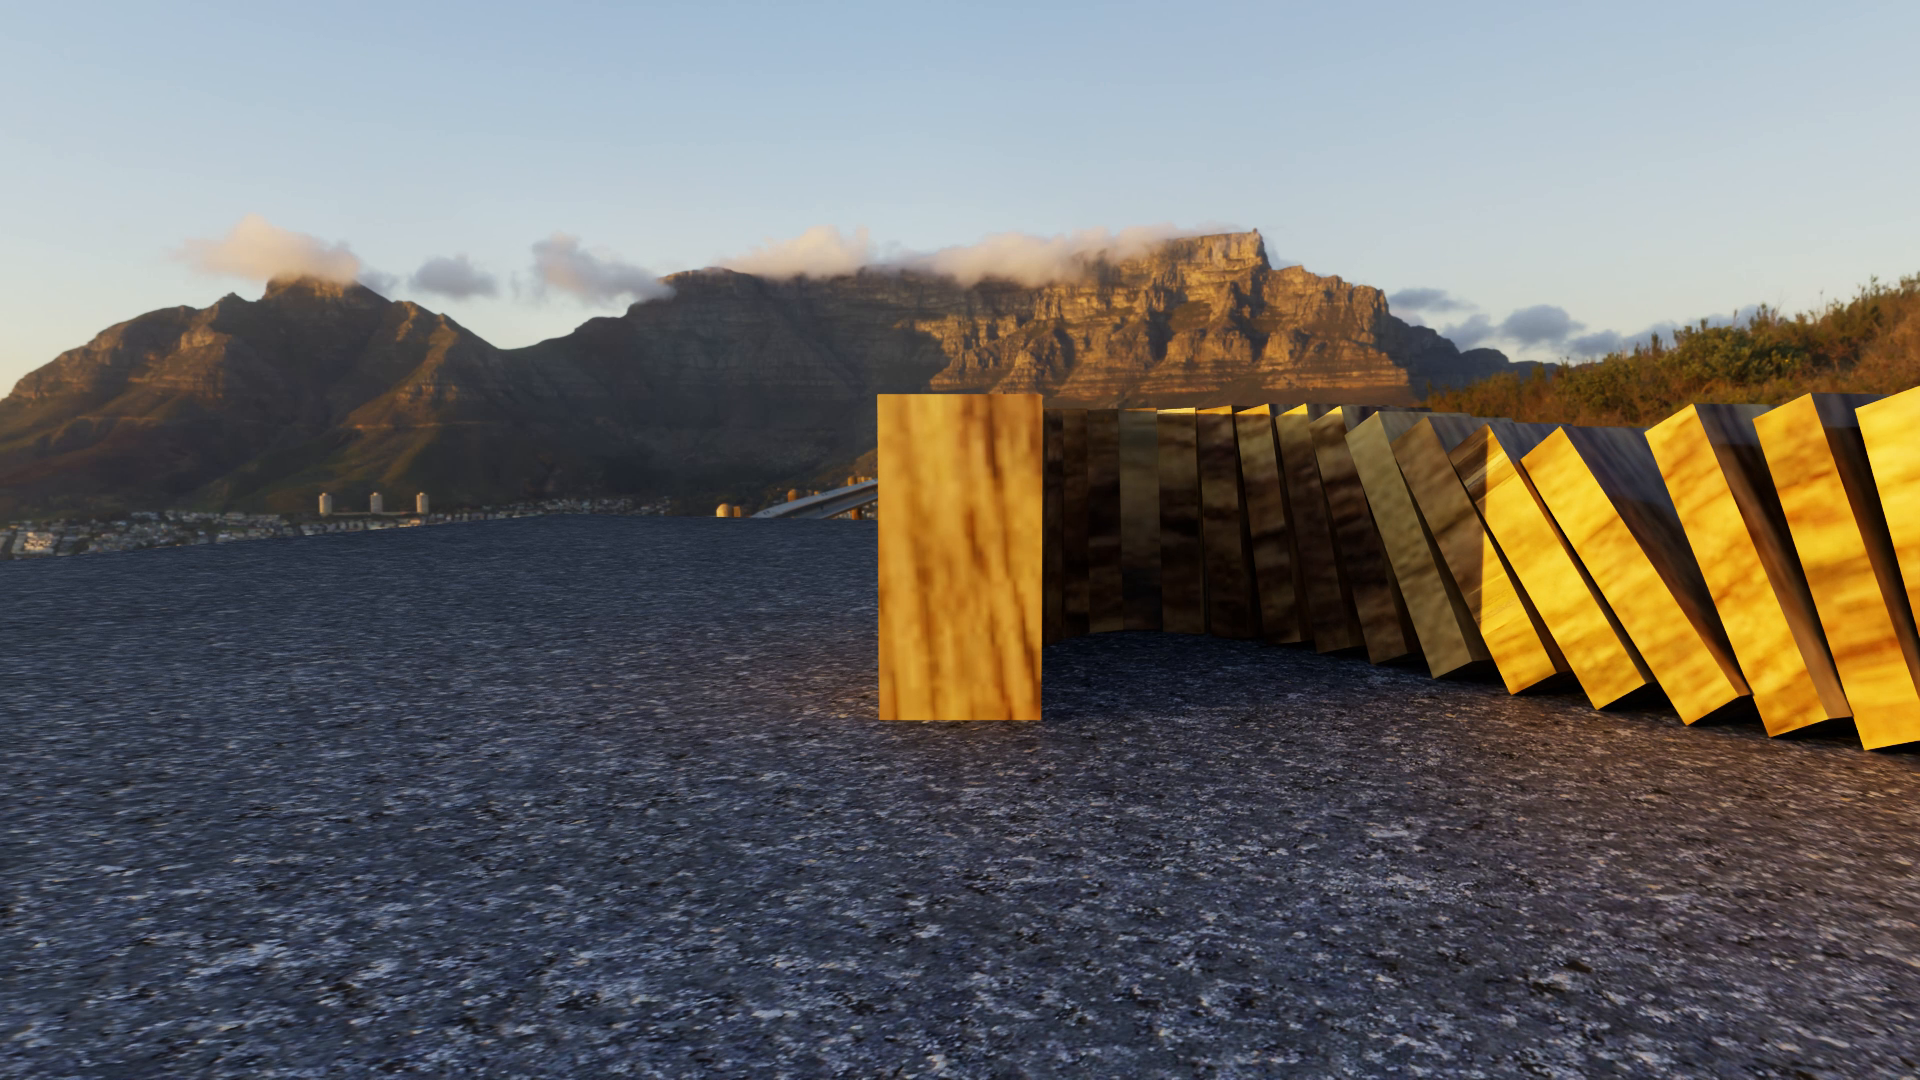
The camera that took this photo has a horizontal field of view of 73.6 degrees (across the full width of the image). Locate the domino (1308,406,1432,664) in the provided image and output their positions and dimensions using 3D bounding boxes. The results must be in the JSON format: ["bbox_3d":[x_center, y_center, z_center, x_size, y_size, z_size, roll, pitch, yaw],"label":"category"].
[{"bbox_3d":[0.088,-0.002,0.255,0.025,0.050,0.009,-2,-17,-28],"label":"domino"}]

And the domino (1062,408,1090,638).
[{"bbox_3d":[0.016,-0.004,0.289,0.025,0.050,0.010,3,7,39],"label":"domino"}]

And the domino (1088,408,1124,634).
[{"bbox_3d":[0.027,-0.005,0.299,0.010,0.050,0.025,-4,5,-22],"label":"domino"}]

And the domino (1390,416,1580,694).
[{"bbox_3d":[0.099,0.002,0.230,0.025,0.050,0.009,-3,-27,-33],"label":"domino"}]

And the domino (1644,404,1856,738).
[{"bbox_3d":[0.127,0.004,0.196,0.025,0.050,0.010,-2,-23,-21],"label":"domino"}]

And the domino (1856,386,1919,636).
[{"bbox_3d":[0.143,0.004,0.176,0.025,0.050,0.010,-2,-14,-20],"label":"domino"}]

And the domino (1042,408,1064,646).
[{"bbox_3d":[0.009,-0.003,0.277,0.025,0.050,0.009,2,5,23],"label":"domino"}]

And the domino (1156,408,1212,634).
[{"bbox_3d":[0.057,-0.005,0.296,0.009,0.050,0.025,0,3,38],"label":"domino"}]

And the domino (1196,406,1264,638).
[{"bbox_3d":[0.066,-0.004,0.287,0.025,0.050,0.010,-4,0,-41],"label":"domino"}]

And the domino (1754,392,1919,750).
[{"bbox_3d":[0.136,0.004,0.186,0.025,0.050,0.010,-2,-18,-20],"label":"domino"}]

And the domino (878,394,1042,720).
[{"bbox_3d":[0.000,0.002,0.201,0.025,0.050,0.010,0,4,0],"label":"domino"}]

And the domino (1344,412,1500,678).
[{"bbox_3d":[0.093,0.000,0.243,0.025,0.050,0.009,-2,-23,-28],"label":"domino"}]

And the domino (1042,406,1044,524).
[{"bbox_3d":[0.004,-0.002,0.262,0.025,0.050,0.010,1,4,14],"label":"domino"}]

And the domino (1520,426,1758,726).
[{"bbox_3d":[0.115,0.004,0.208,0.025,0.050,0.009,-2,-33,-29],"label":"domino"}]

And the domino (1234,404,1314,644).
[{"bbox_3d":[0.075,-0.004,0.278,0.025,0.050,0.009,-3,-6,-35],"label":"domino"}]

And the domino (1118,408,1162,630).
[{"bbox_3d":[0.042,-0.005,0.303,0.009,0.050,0.025,-2,3,8],"label":"domino"}]

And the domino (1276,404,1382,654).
[{"bbox_3d":[0.083,-0.003,0.267,0.025,0.050,0.009,-2,-11,-28],"label":"domino"}]

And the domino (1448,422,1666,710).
[{"bbox_3d":[0.106,0.003,0.219,0.025,0.050,0.010,-3,-30,-33],"label":"domino"}]
